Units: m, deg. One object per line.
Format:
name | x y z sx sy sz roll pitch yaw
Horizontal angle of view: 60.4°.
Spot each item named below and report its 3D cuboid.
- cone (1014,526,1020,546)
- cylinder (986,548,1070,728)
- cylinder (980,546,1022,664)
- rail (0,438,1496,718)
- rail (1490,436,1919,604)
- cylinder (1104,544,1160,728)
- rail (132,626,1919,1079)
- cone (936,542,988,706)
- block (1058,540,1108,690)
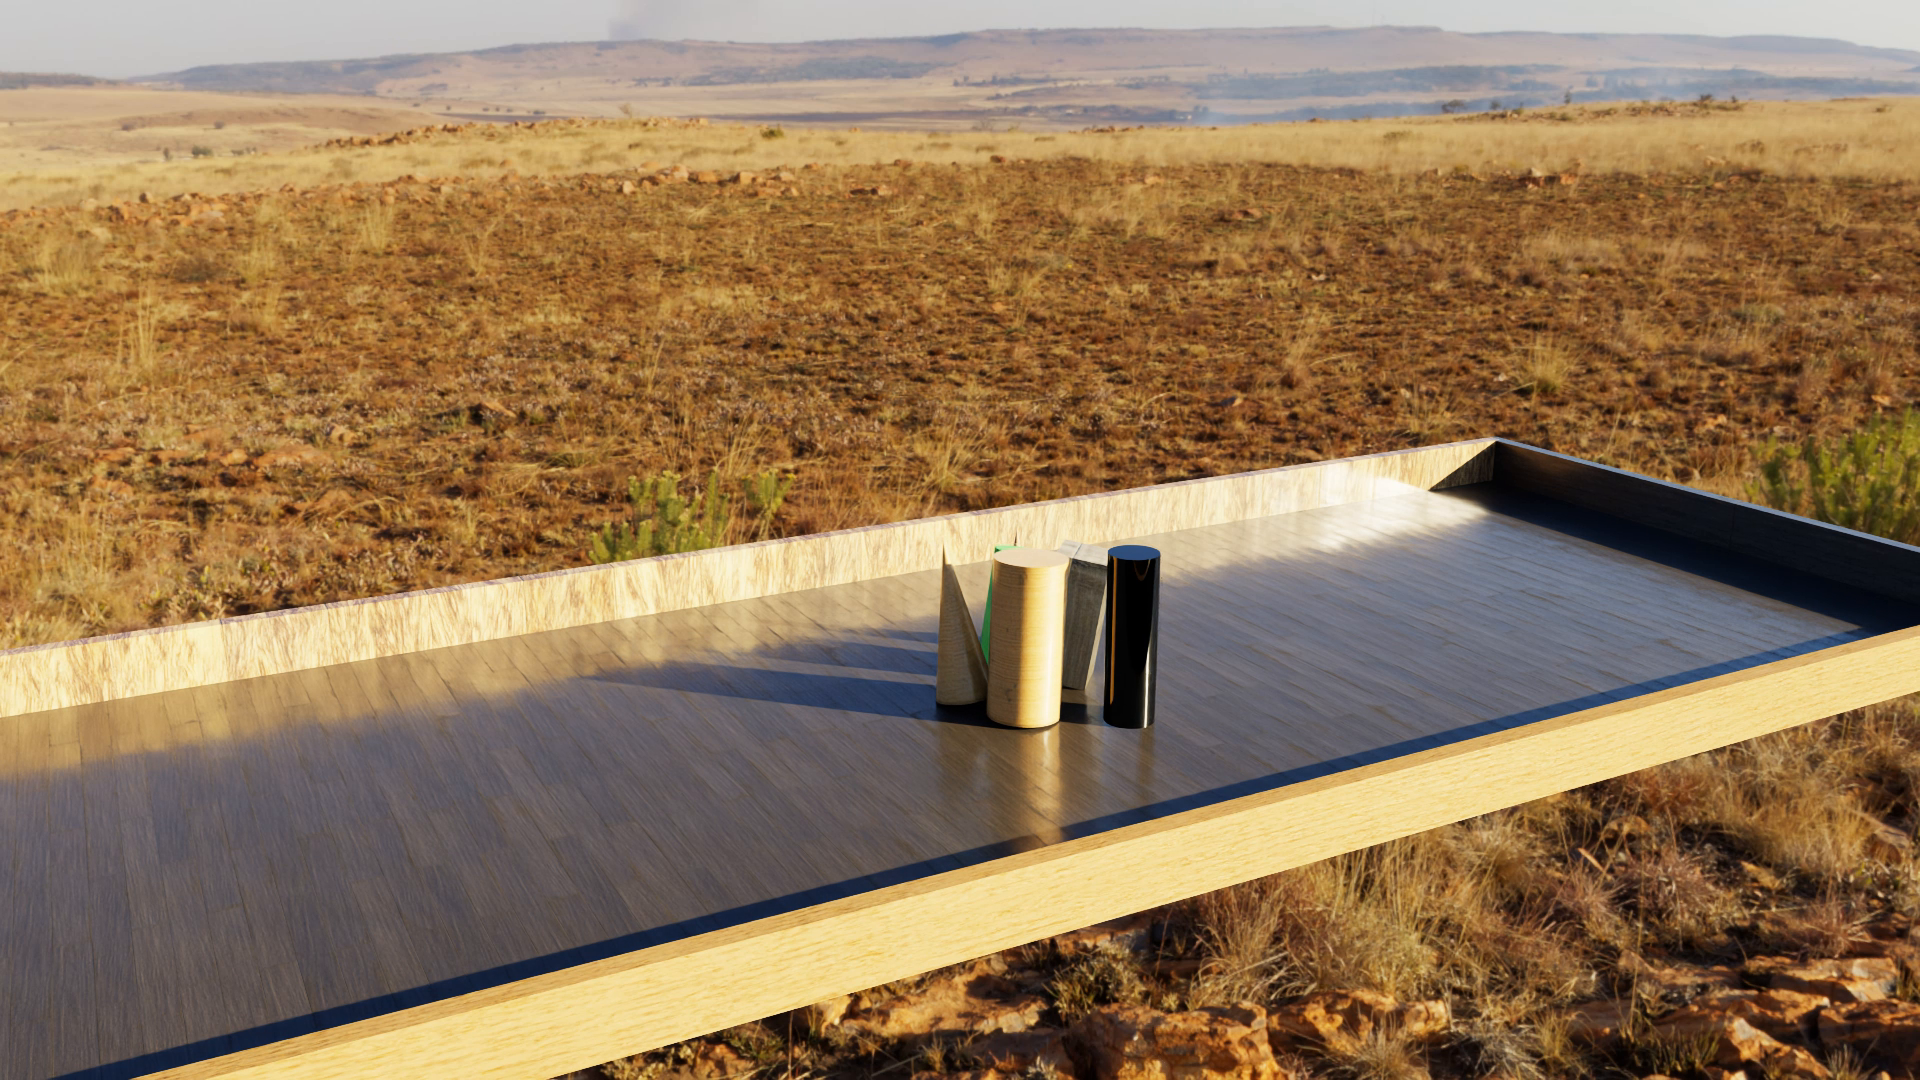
cone | 0.149 0.123 4.347 0.105 0.332 0.105 0 16 0
cylinder | 0.158 0.228 3.878 0.177 0.386 0.177 2 14 -1
cylinder | 0.141 0.175 4.181 0.151 0.300 0.151 8 8 -1
rail | -3.305 0.497 3.399 12.000 0.150 0.050 -9 18 -27
rail | 2.466 -0.048 5.253 0.050 0.150 2.100 -9 18 -27
cylinder | 0.401 0.226 3.853 0.122 0.412 0.122 0 16 0
rail | -2.336 1.006 1.665 12.000 0.150 0.050 -9 18 -27
cone | -0.012 0.188 3.984 0.151 0.393 0.151 -8 11 2
block | 0.286 0.186 4.106 0.134 0.331 0.134 13 19 10
